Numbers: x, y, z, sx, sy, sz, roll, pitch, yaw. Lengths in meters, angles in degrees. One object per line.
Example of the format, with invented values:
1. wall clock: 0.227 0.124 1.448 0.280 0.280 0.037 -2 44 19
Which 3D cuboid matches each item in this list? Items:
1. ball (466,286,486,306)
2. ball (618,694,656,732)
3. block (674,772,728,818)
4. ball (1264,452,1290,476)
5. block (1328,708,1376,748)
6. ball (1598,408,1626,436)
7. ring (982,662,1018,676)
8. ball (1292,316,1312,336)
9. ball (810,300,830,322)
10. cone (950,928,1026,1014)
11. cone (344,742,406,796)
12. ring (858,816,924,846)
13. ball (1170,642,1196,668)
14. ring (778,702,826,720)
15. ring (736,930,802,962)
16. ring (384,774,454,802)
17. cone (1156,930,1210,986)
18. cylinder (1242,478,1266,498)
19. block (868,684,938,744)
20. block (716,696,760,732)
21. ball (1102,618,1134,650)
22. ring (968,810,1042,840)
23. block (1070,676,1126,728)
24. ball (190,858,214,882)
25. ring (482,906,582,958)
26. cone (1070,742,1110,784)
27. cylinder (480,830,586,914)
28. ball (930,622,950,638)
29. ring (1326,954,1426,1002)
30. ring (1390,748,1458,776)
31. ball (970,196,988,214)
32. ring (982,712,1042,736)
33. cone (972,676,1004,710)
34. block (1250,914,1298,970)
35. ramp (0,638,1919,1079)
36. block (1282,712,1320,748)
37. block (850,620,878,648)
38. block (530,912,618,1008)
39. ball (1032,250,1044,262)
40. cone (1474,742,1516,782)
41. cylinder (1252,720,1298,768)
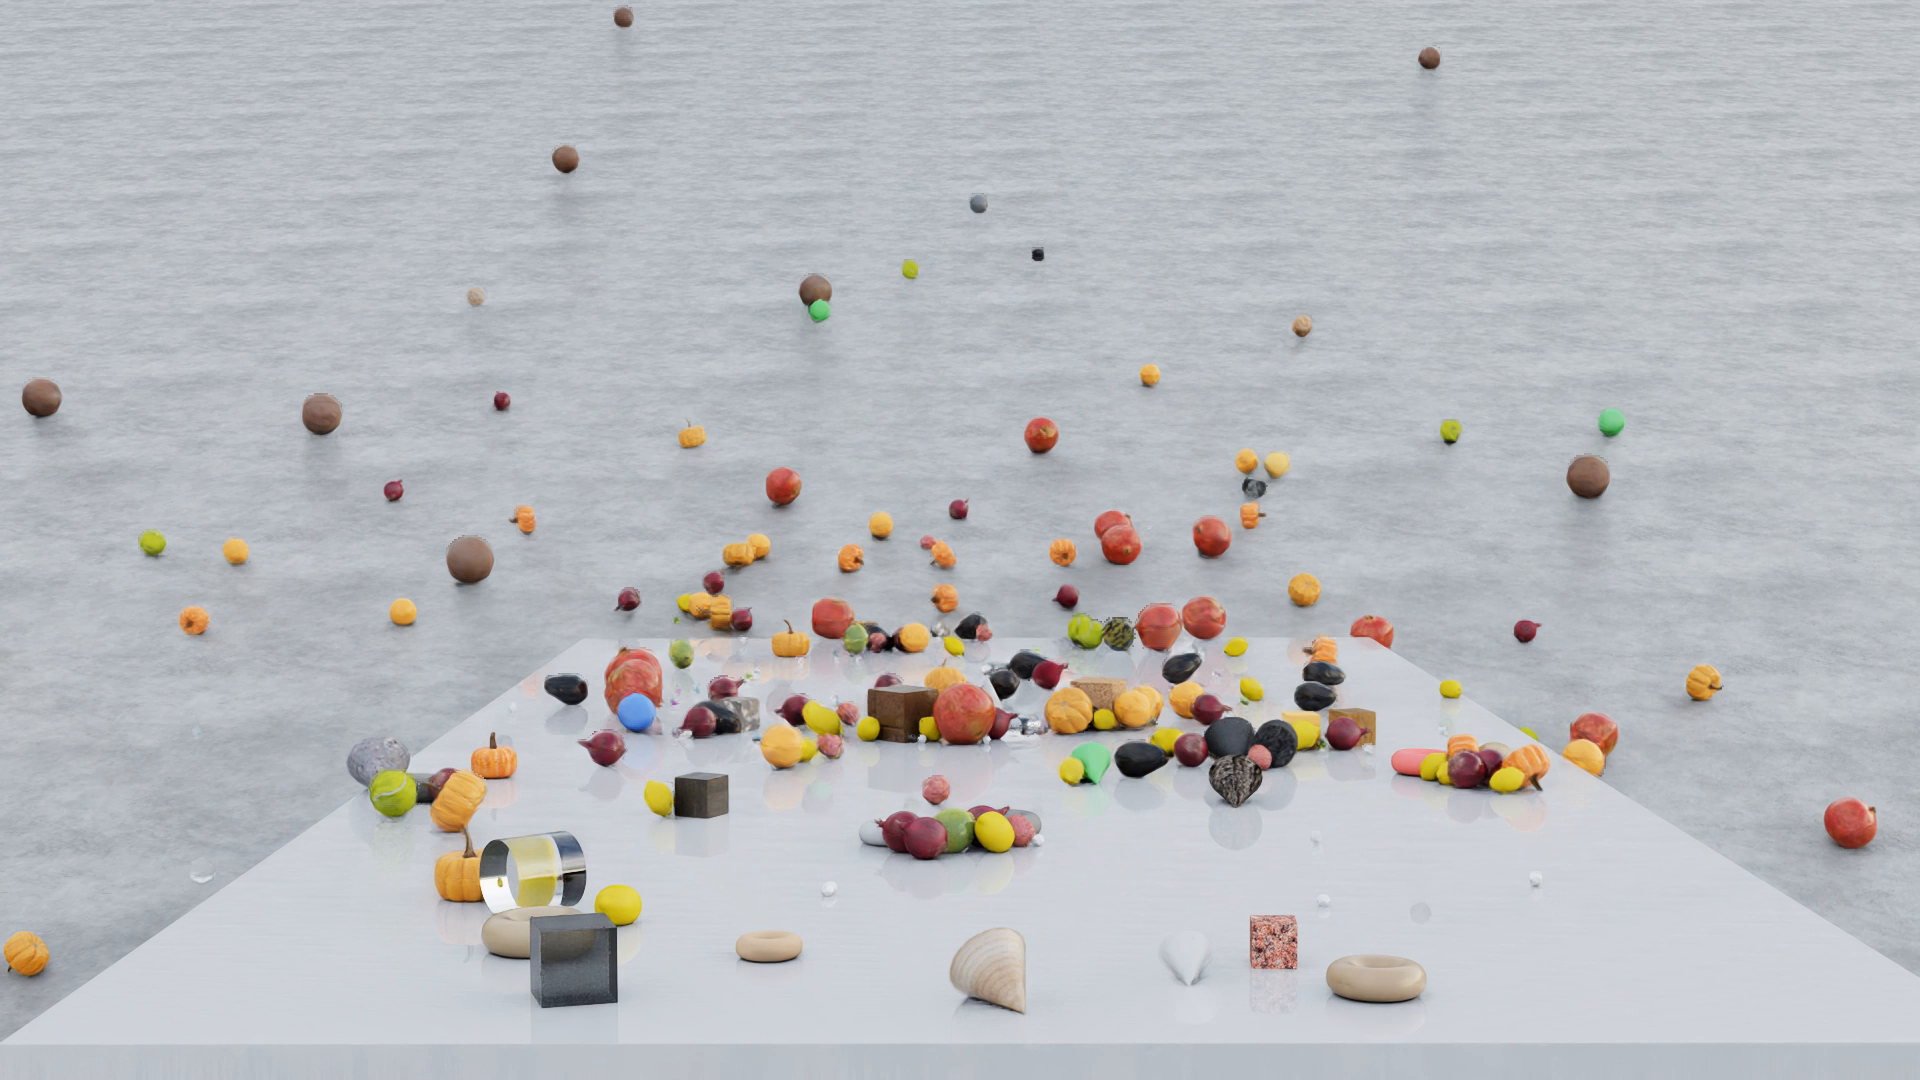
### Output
1. ball: -1.883 -0.948 9.982 0.077 0.077 0.077 0 20 0
2. ball: -0.603 0.322 4.789 0.071 0.071 0.071 0 20 0
3. block: -0.389 0.385 3.871 0.059 0.059 0.059 2 4 28
4. ball: 0.991 -0.236 8.027 0.077 0.077 0.077 0 20 0
5. block: 0.705 0.337 4.614 0.061 0.061 0.061 -2 4 -24
6. ball: 2.138 -0.386 8.422 0.089 0.089 0.089 0 20 0
7. ring: 0.090 0.286 5.705 0.083 0.028 0.083 -1 3 0
8. ball: 1.275 -0.797 9.566 0.079 0.079 0.079 0 20 0
9. ball: -0.533 -0.872 9.768 0.082 0.082 0.082 0 20 0
10. cone: 0.048 0.468 2.684 0.089 0.089 0.089 -10 36 -25
11. cone: -0.918 0.379 4.076 0.099 0.099 0.099 -9 14 -23
12. ring: -0.097 0.413 3.638 0.094 0.031 0.094 -4 2 0
13. ball: 0.508 0.262 5.850 0.056 0.056 0.056 0 20 0
14. ring: -0.305 0.331 4.967 0.092 0.031 0.092 -1 3 0
15. ring: -0.217 0.461 2.914 0.077 0.026 0.077 0 2 0
16. ring: -0.846 0.388 4.016 0.106 0.035 0.106 1 3 0
17. cone: 0.247 0.467 2.799 0.059 0.059 0.059 -1 37 -3
18. cylinder: 0.900 -0.161 7.857 0.052 0.052 0.052 17 26 38
19. block: -0.104 0.317 4.691 0.091 0.091 0.091 3 5 42
20. block: -0.416 0.327 4.809 0.058 0.058 0.058 2 4 29
21. ball: 0.384 0.229 6.218 0.078 0.078 0.078 0 20 0
22. ring: 0.064 0.408 3.680 0.106 0.035 0.106 0 2 0
23. block: 0.262 0.308 4.880 0.085 0.085 0.085 1 4 22
24. ball: -1.617 0.705 5.478 0.053 0.053 0.053 0 20 0
25. ring: -0.487 0.451 2.953 0.126 0.042 0.126 -1 3 0
26. cone: 0.218 0.379 4.183 0.070 0.070 0.070 -2 30 -7
27. cylinder: -0.526 0.411 3.161 0.095 0.095 0.095 -3 17 -40
28. ball: -0.050 0.238 6.693 0.050 0.050 0.050 0 20 0
29. ring: 0.444 0.467 2.736 0.107 0.036 0.107 0 2 0
30. ring: 0.773 0.370 4.276 0.110 0.037 0.110 1 3 0
31. ball: 0.084 -1.505 11.506 0.082 0.082 0.082 0 20 0
32. ring: 0.096 0.341 4.760 0.109 0.036 0.109 1 3 0
33. cone: 0.055 0.303 5.142 0.063 0.063 0.063 0 4 0
34. block: 0.351 0.450 2.877 0.050 0.050 0.050 0 4 4
35. ramp: 0.047 0.423 4.534 2.000 0.100 4.000 0 4 0
36. block: 0.611 0.340 4.595 0.058 0.058 0.058 0 4 -5
37. block: -0.237 0.232 6.295 0.062 0.062 0.062 -1 4 -9
38. block: -0.410 0.445 2.724 0.080 0.080 0.080 -1 4 -18
39. ball: 0.325 -1.182 10.662 0.052 0.052 0.052 0 20 0
40. cone: 0.875 0.377 4.208 0.067 0.067 0.067 5 31 14
41. cylinder: 0.536 0.346 4.364 0.073 0.073 0.073 4 4 10
